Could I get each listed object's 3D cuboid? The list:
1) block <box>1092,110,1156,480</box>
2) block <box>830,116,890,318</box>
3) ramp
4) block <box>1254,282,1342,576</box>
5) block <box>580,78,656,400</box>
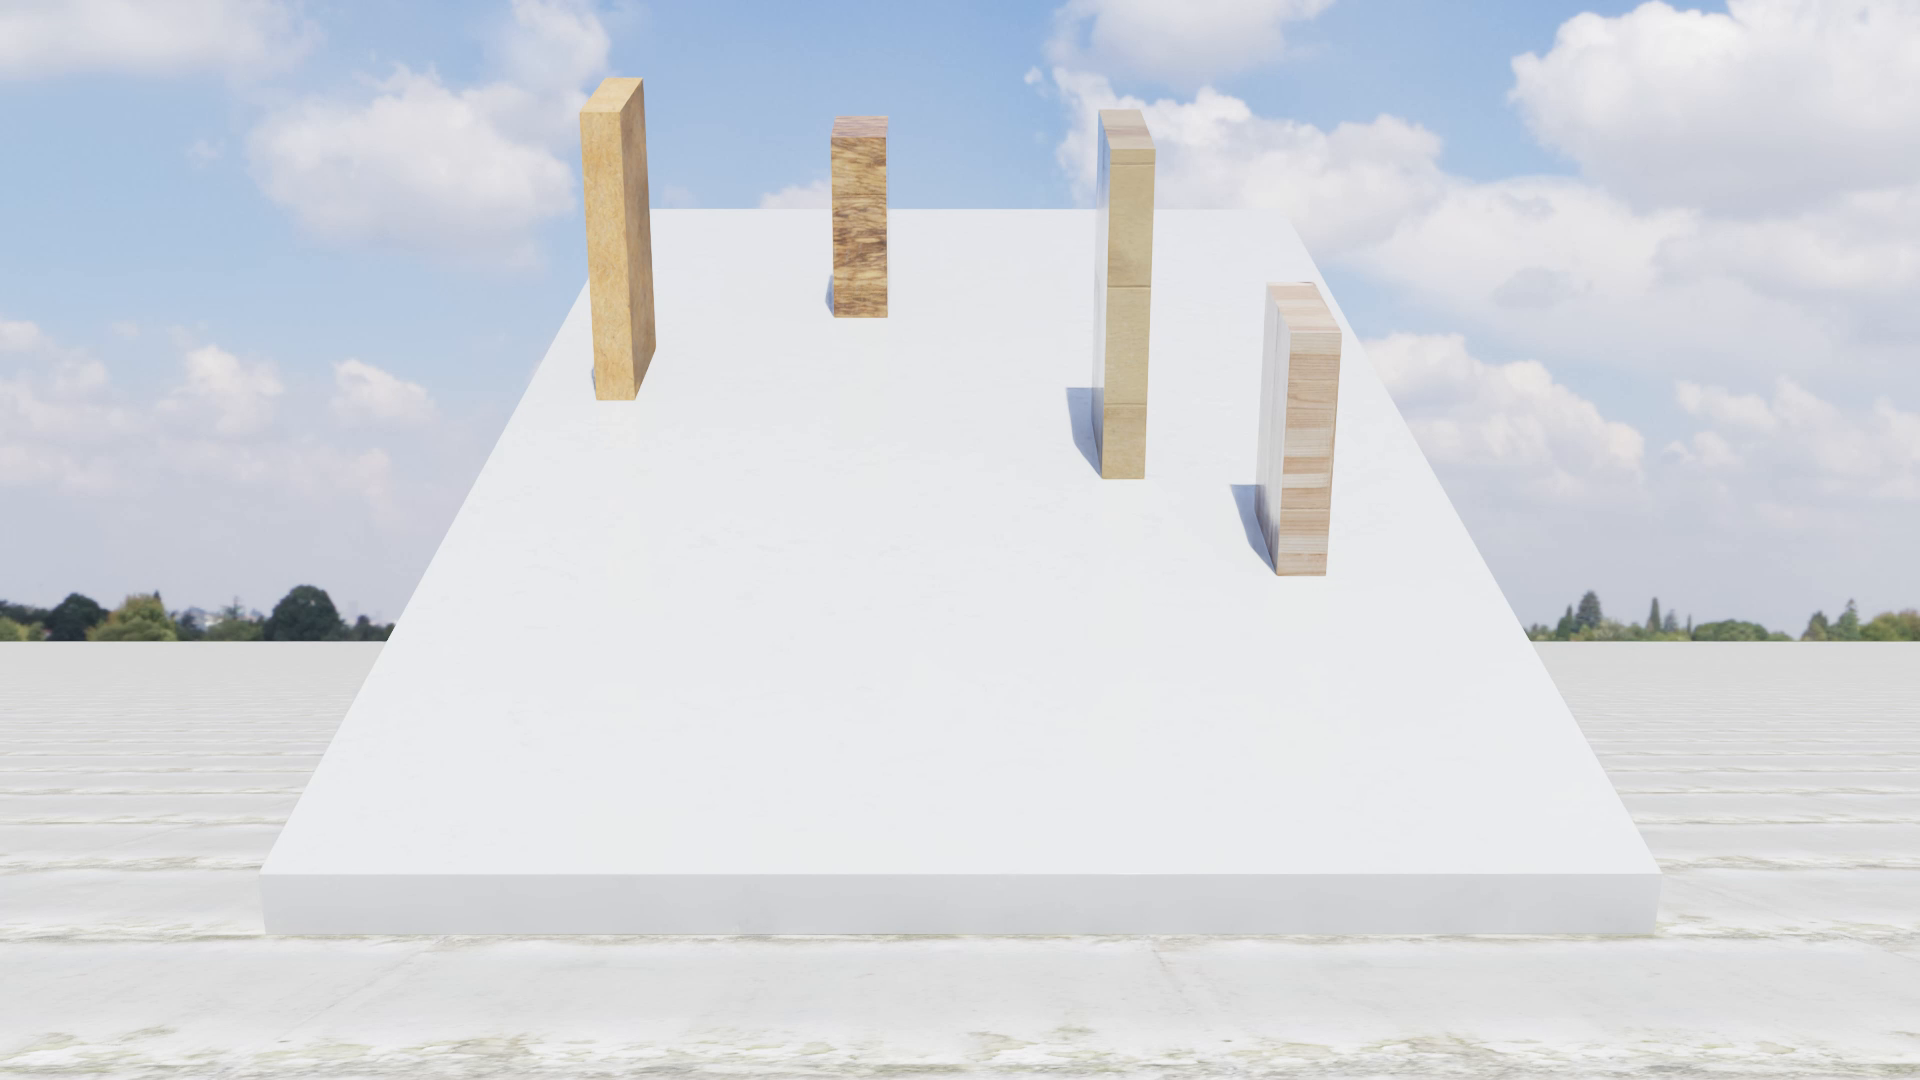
[{"bbox_3d":[0.340,-0.522,4.831,0.089,0.693,0.399,0,22,0],"label":"block"},{"bbox_3d":[-0.254,-0.837,5.924,0.138,0.466,0.272,0,22,0],"label":"block"},{"bbox_3d":[-0.006,-0.219,5.141,2.000,0.100,4.000,0,22,0],"label":"ramp"},{"bbox_3d":[0.639,-0.216,4.360,0.092,0.474,0.343,0,22,0],"label":"block"},{"bbox_3d":[-0.789,-0.703,5.322,0.088,0.662,0.413,0,22,0],"label":"block"}]
